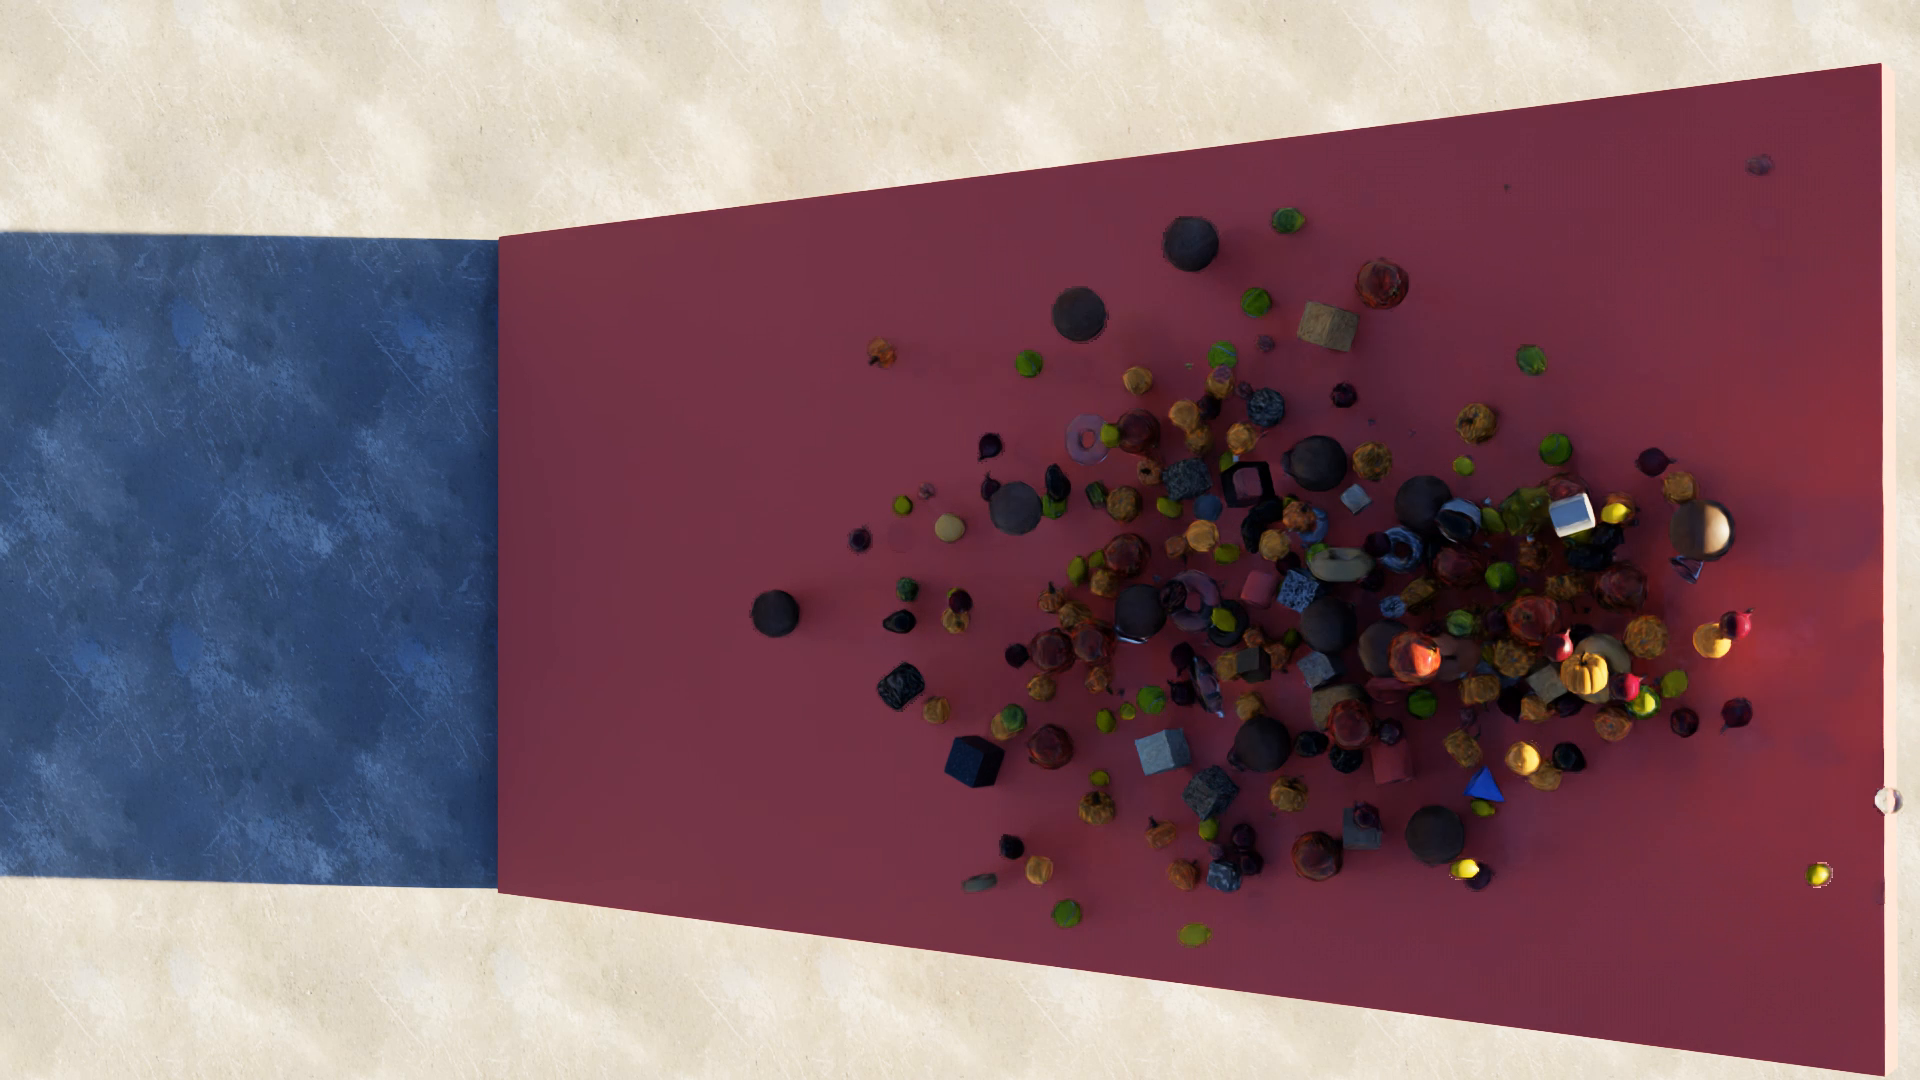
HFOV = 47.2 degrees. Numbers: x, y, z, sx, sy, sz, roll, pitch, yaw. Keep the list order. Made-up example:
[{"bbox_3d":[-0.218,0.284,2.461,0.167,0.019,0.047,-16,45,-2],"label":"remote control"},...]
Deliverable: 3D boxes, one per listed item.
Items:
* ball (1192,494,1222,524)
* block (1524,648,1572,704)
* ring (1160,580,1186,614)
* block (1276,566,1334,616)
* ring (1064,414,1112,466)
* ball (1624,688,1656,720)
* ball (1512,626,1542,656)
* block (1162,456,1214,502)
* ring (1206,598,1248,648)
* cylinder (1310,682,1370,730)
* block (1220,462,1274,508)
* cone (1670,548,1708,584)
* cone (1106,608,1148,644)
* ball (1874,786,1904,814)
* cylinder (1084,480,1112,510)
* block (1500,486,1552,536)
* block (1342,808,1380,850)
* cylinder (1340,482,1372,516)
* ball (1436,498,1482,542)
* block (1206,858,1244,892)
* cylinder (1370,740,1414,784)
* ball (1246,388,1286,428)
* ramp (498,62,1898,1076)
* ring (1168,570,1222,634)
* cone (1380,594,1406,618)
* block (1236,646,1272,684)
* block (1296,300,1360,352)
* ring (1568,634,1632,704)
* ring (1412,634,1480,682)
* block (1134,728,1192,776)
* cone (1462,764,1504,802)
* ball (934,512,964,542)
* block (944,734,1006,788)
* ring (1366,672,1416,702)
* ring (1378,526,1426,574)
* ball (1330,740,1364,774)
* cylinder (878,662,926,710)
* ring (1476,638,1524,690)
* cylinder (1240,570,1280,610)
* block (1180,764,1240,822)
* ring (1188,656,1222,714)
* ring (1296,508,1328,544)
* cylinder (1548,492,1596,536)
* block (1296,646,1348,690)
[{"bbox_3d":[0.566,-0.072,5.025,0.068,0.068,0.068,0,90,0],"label":"ball"},{"bbox_3d":[1.259,0.288,4.674,0.072,0.072,0.072,49,130,-4],"label":"block"},{"bbox_3d":[0.501,0.132,5.165,0.027,0.081,0.081,13,89,-35],"label":"ring"},{"bbox_3d":[0.792,0.117,5.036,0.083,0.083,0.083,29,108,32],"label":"block"},{"bbox_3d":[0.316,-0.247,5.414,0.131,0.044,0.131,0,90,35],"label":"ring"},{"bbox_3d":[1.414,0.341,4.576,0.064,0.064,0.064,0,90,0],"label":"ball"},{"bbox_3d":[1.222,0.217,4.735,0.063,0.063,0.063,0,90,0],"label":"ball"},{"bbox_3d":[0.539,-0.144,5.212,0.077,0.077,0.077,-11,77,-31],"label":"block"},{"bbox_3d":[0.628,0.196,5.182,0.115,0.038,0.115,-6,80,39],"label":"ring"},{"bbox_3d":[0.859,0.377,4.977,0.098,0.098,0.098,-13,89,35],"label":"cylinder"},{"bbox_3d":[0.668,-0.129,5.109,0.082,0.082,0.082,-2,72,-28],"label":"block"},{"bbox_3d":[1.518,0.040,4.537,0.073,0.073,0.073,-42,90,-3],"label":"cone"},{"bbox_3d":[0.417,0.228,5.337,0.093,0.093,0.093,33,90,6],"label":"cone"},{"bbox_3d":[1.801,0.505,4.260,0.053,0.053,0.053,0,90,0],"label":"ball"},{"bbox_3d":[0.339,-0.111,5.390,0.052,0.052,0.052,-28,71,0],"label":"cylinder"},{"bbox_3d":[1.197,-0.062,4.631,0.073,0.073,0.073,-3,61,-28],"label":"block"},{"bbox_3d":[0.898,0.647,4.925,0.081,0.081,0.081,0,73,9],"label":"block"},{"bbox_3d":[0.849,-0.088,4.719,0.051,0.051,0.051,-34,72,0],"label":"cylinder"},{"bbox_3d":[1.077,-0.043,4.747,0.095,0.095,0.095,0,90,0],"label":"ball"},{"bbox_3d":[0.623,0.788,5.172,0.058,0.058,0.058,14,98,35],"label":"block"},{"bbox_3d":[0.963,0.495,4.901,0.087,0.087,0.087,-8,78,0],"label":"cylinder"},{"bbox_3d":[0.709,-0.306,5.097,0.091,0.091,0.091,0,90,0],"label":"ball"},{"bbox_3d":[0.237,0.066,5.558,4.000,0.100,2.000,0,89,36],"label":"ramp"},{"bbox_3d":[0.551,0.145,5.187,0.150,0.050,0.150,4,96,35],"label":"ring"},{"bbox_3d":[0.949,0.132,4.802,0.056,0.056,0.056,11,125,16],"label":"cone"},{"bbox_3d":[0.665,0.283,4.973,0.057,0.057,0.057,-18,52,29],"label":"block"},{"bbox_3d":[0.836,-0.486,4.994,0.088,0.088,0.088,7,104,-39],"label":"block"},{"bbox_3d":[1.328,0.267,4.564,0.147,0.049,0.147,-2,95,-19],"label":"ring"},{"bbox_3d":[1.053,0.254,4.758,0.148,0.148,0.049,0,53,0],"label":"ring"},{"bbox_3d":[0.487,0.506,5.256,0.086,0.086,0.086,-24,76,34],"label":"block"},{"bbox_3d":[1.155,0.547,4.792,0.083,0.083,0.083,36,90,5],"label":"cone"},{"bbox_3d":[-0.027,-0.031,5.642,0.077,0.077,0.077,0,90,0],"label":"ball"},{"bbox_3d":[0.038,0.561,5.578,0.096,0.096,0.096,27,105,33],"label":"block"},{"bbox_3d":[0.961,0.329,4.903,0.110,0.110,0.037,5,61,0],"label":"ring"},{"bbox_3d":[0.985,0.021,4.906,0.110,0.037,0.110,6,102,29],"label":"ring"},{"bbox_3d":[0.875,0.490,4.979,0.075,0.075,0.075,0,90,0],"label":"ball"},{"bbox_3d":[-0.150,0.373,5.620,0.087,0.087,0.087,-38,90,-29],"label":"cylinder"},{"bbox_3d":[1.173,0.268,4.786,0.114,0.038,0.114,0,90,36],"label":"ring"},{"bbox_3d":[0.691,0.115,5.070,0.071,0.071,0.071,28,97,0],"label":"cylinder"},{"bbox_3d":[0.589,0.595,5.171,0.082,0.082,0.082,47,131,27],"label":"block"},{"bbox_3d":[0.577,0.341,5.171,0.048,0.144,0.144,-20,90,-1],"label":"ring"},{"bbox_3d":[0.810,-0.034,5.059,0.084,0.028,0.084,1,92,39],"label":"ring"},{"bbox_3d":[1.236,-0.051,4.442,0.072,0.072,0.072,-19,90,23],"label":"cylinder"},{"bbox_3d":[0.828,0.291,5.017,0.071,0.071,0.071,-37,69,30],"label":"block"}]
